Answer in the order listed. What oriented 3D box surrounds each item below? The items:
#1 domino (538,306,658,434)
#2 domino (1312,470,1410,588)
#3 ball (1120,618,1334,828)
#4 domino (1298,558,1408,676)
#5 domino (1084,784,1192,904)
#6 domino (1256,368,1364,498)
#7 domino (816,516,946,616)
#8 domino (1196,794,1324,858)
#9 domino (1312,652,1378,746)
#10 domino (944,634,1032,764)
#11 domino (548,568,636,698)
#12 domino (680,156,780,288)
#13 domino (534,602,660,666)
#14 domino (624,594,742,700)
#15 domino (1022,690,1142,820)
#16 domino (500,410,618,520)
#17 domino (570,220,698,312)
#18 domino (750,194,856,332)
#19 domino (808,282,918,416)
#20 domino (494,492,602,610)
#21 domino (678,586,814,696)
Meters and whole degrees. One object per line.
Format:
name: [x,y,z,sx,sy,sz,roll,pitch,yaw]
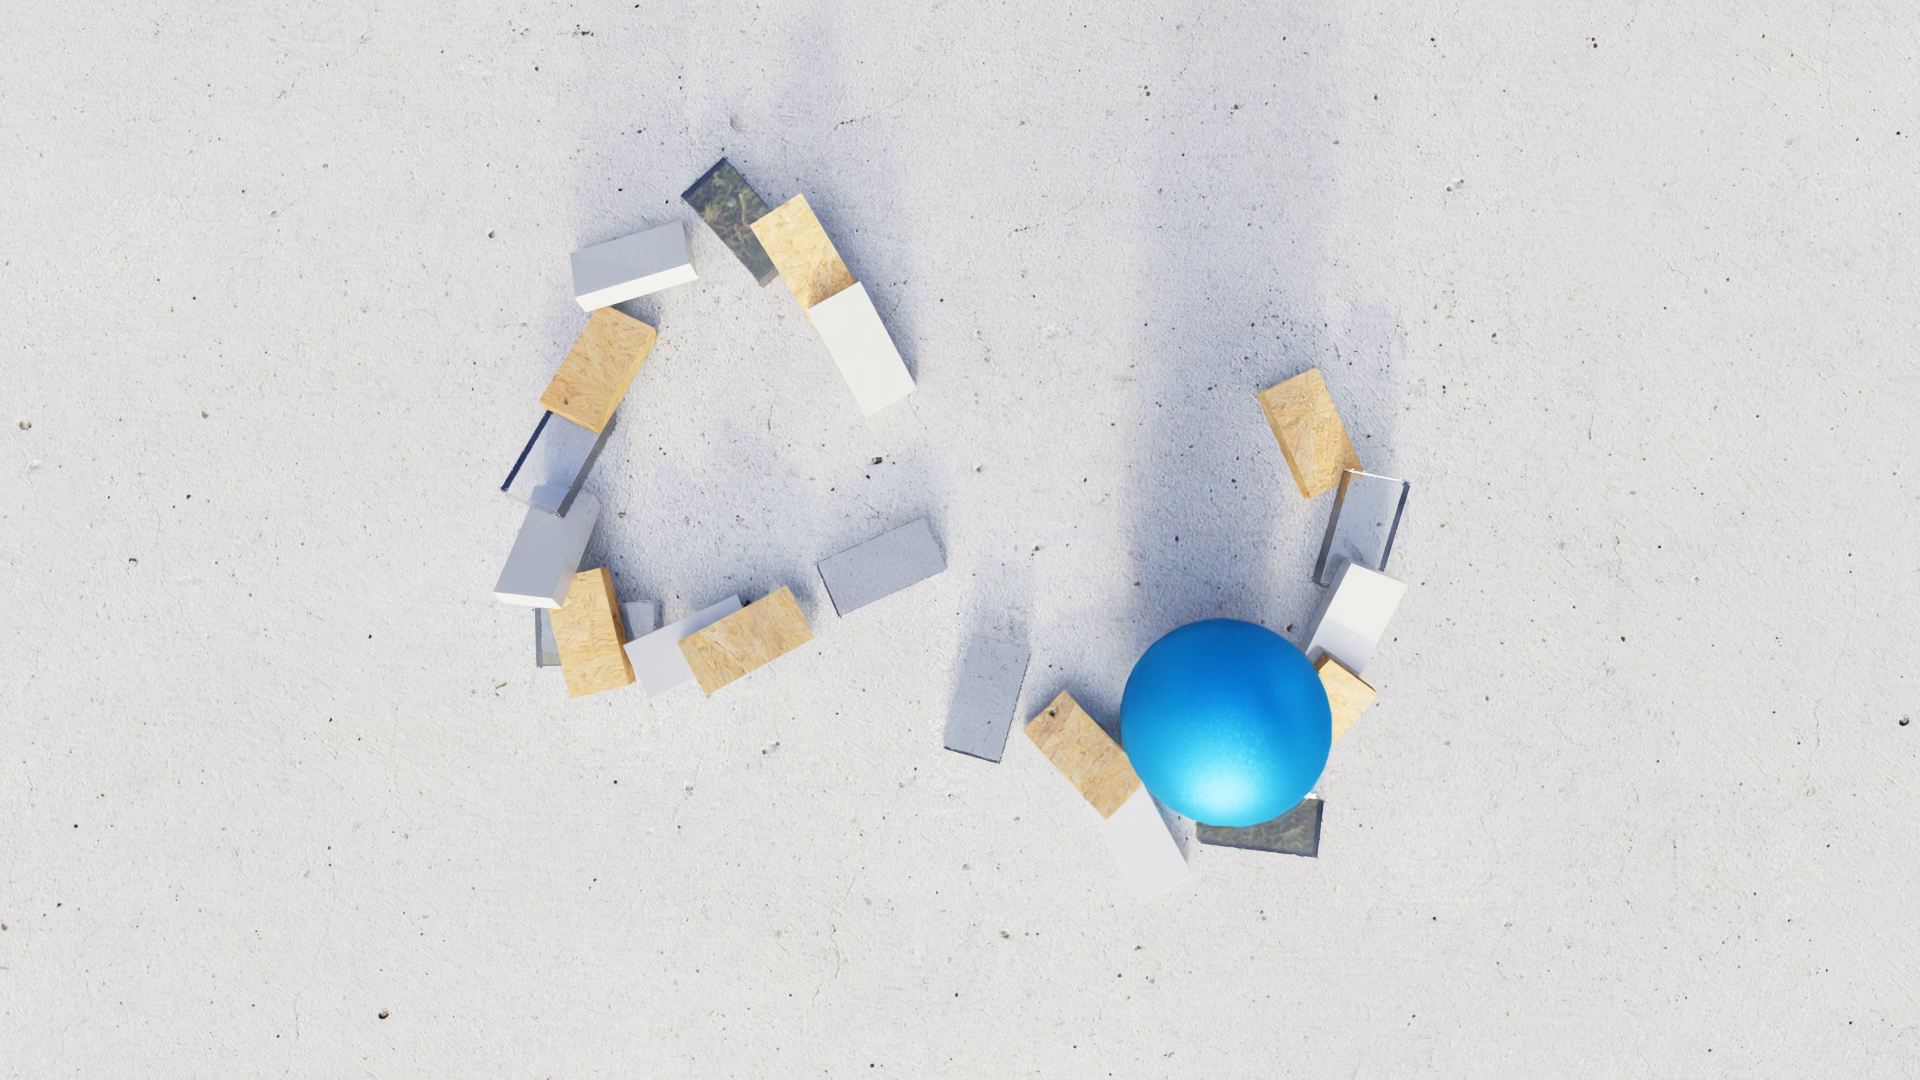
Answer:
domino: [-0.153,-0.073,0.389,0.025,0.009,0.050,25,75,0]
domino: [0.170,-0.003,0.390,0.025,0.010,0.050,11,103,0]
ball: [0.103,0.071,0.360,0.080,0.080,0.080,0,90,0]
domino: [0.165,0.035,0.389,0.025,0.010,0.050,21,105,0]
domino: [0.076,0.127,0.395,0.025,0.010,0.050,-29,90,0]
domino: [0.151,-0.046,0.395,0.025,0.010,0.050,-24,90,0]
domino: [-0.034,0.011,0.395,0.050,0.009,0.025,-24,90,0]
domino: [0.129,0.120,0.395,0.050,0.010,0.025,7,90,0]
domino: [0.150,0.075,0.389,0.025,0.010,0.050,36,104,0]
domino: [0.012,0.068,0.395,0.025,0.009,0.050,16,90,0]
domino: [-0.156,0.039,0.386,0.025,0.010,0.050,-14,90,0]
domino: [-0.093,-0.137,0.395,0.025,0.009,0.050,-42,90,0]
domino: [-0.156,0.041,0.395,0.050,0.010,0.025,-2,90,0]
domino: [-0.113,0.045,0.389,0.050,0.009,0.025,-25,90,-14]
domino: [0.053,0.091,0.390,0.025,0.009,0.050,-44,78,-3]
domino: [-0.168,-0.037,0.387,0.025,0.009,0.050,21,71,0]
domino: [-0.139,-0.117,0.391,0.050,0.010,0.025,-17,66,0]
domino: [-0.064,-0.117,0.388,0.025,0.009,0.050,-32,108,0]
domino: [-0.041,-0.081,0.389,0.025,0.009,0.050,-28,104,0]
domino: [-0.171,0.003,0.382,0.025,0.010,0.050,6,60,5]
domino: [-0.090,0.042,0.385,0.050,0.009,0.025,-28,91,-14]
